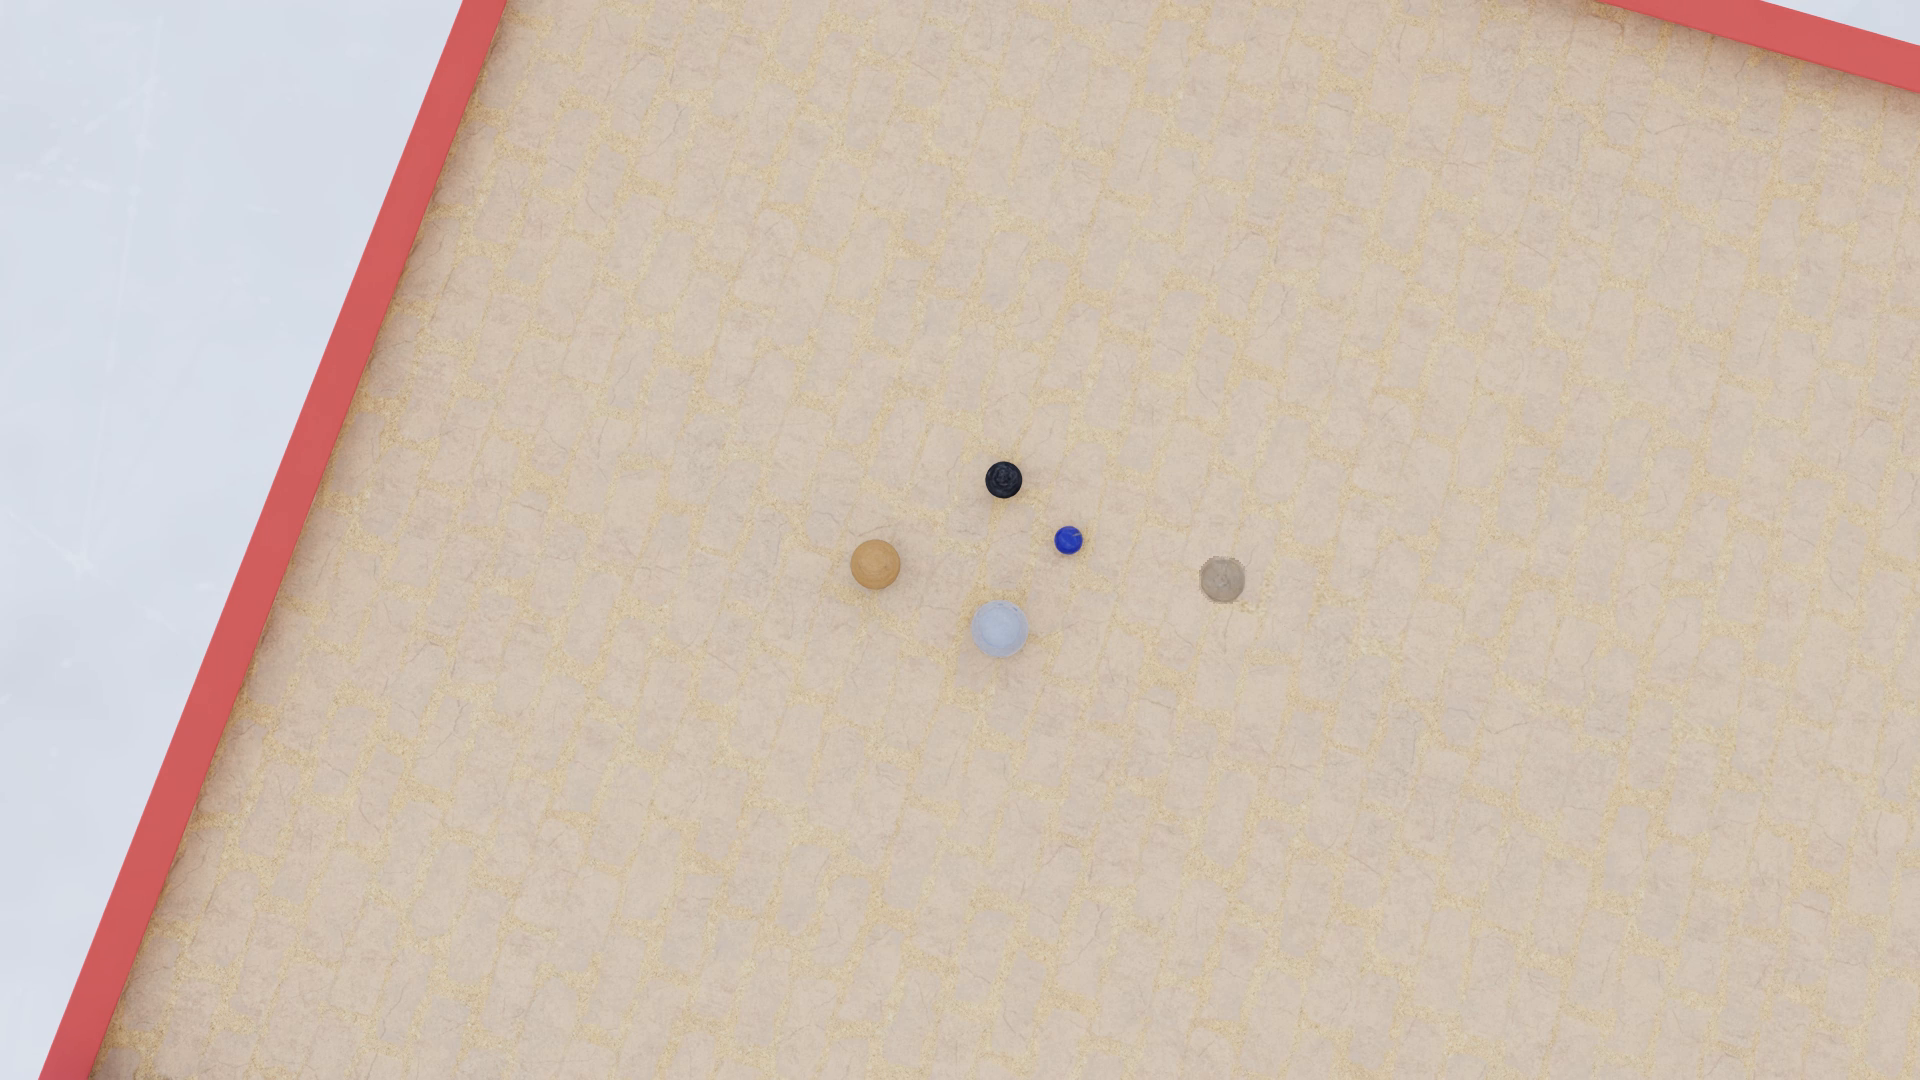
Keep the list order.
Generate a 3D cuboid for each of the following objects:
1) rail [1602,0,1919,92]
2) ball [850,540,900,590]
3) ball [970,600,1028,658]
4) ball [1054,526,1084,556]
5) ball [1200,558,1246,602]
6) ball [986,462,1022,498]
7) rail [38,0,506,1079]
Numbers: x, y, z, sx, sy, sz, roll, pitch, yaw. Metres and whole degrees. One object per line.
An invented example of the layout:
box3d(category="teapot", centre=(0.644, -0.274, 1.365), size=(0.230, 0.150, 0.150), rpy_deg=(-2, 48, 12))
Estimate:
box3d(category="rail", centre=(1.291, -0.787, 3.456), size=(3.957, 0.112, 0.045), rpy_deg=(17, 78, 4))
box3d(category="ball", centre=(-0.127, 0.037, 3.297), size=(0.076, 0.076, 0.076), rpy_deg=(0, 78, 0))
box3d(category="ball", centre=(0.059, 0.132, 3.272), size=(0.086, 0.086, 0.086), rpy_deg=(0, 78, 0))
box3d(category="ball", centre=(0.164, 0.001, 3.321), size=(0.044, 0.044, 0.044), rpy_deg=(0, 78, 0))
box3d(category="ball", centre=(0.394, 0.060, 3.297), size=(0.067, 0.067, 0.067), rpy_deg=(0, 78, 0))
box3d(category="ball", centre=(0.066, -0.091, 3.335), size=(0.057, 0.057, 0.057), rpy_deg=(0, 78, 0))
box3d(category="rail", centre=(-0.921, -0.290, 3.348), size=(0.045, 0.112, 2.352), rpy_deg=(17, 78, 4))
